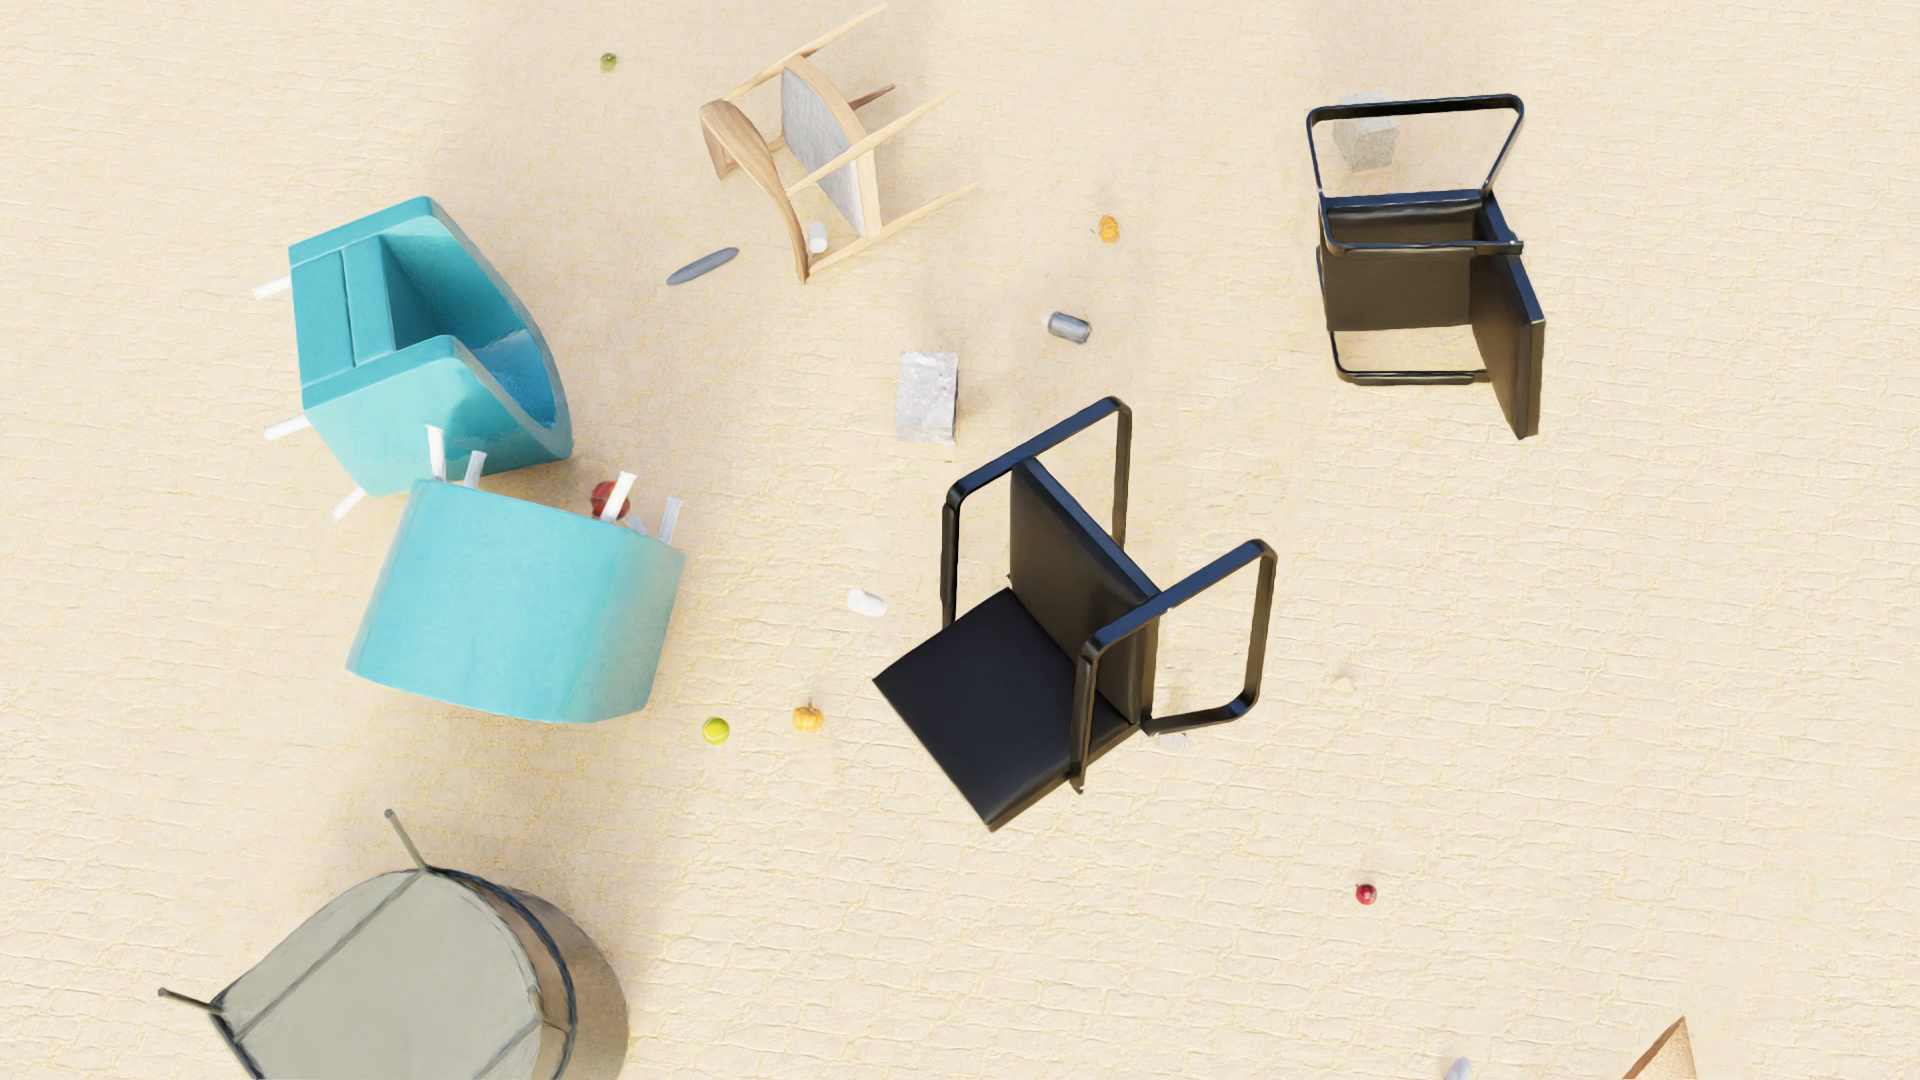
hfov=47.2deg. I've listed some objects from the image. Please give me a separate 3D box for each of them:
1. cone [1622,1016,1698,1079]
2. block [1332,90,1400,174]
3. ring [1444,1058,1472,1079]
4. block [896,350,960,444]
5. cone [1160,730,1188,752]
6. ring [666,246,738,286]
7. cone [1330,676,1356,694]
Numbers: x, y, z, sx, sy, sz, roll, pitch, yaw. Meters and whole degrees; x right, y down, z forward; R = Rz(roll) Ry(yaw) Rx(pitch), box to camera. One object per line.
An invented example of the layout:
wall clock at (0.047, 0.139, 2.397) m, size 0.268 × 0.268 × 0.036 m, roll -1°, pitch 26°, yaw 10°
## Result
cone at (1.657, 1.294, 5.113) m, size 0.196 × 0.308 × 0.325 m, roll 42°, pitch 64°, yaw 17°
block at (1.361, -1.372, 7.384) m, size 0.146 × 0.181 × 0.180 m, roll -12°, pitch 56°, yaw -8°
ring at (1.255, 1.381, 5.573) m, size 0.028 × 0.120 × 0.149 m, roll 23°, pitch 95°, yaw -6°
block at (-0.099, -0.436, 6.732) m, size 0.173 × 0.161 × 0.239 m, roll 4°, pitch 73°, yaw 2°
cone at (0.606, 0.550, 6.187) m, size 0.080 × 0.067 × 0.063 m, roll 15°, pitch 29°, yaw 6°
ring at (-0.832, -0.887, 7.117) m, size 0.264 × 0.039 × 0.108 m, roll -28°, pitch 18°, yaw -14°
cone at (1.095, 0.403, 6.266) m, size 0.074 × 0.060 × 0.042 m, roll 14°, pitch 56°, yaw 8°
